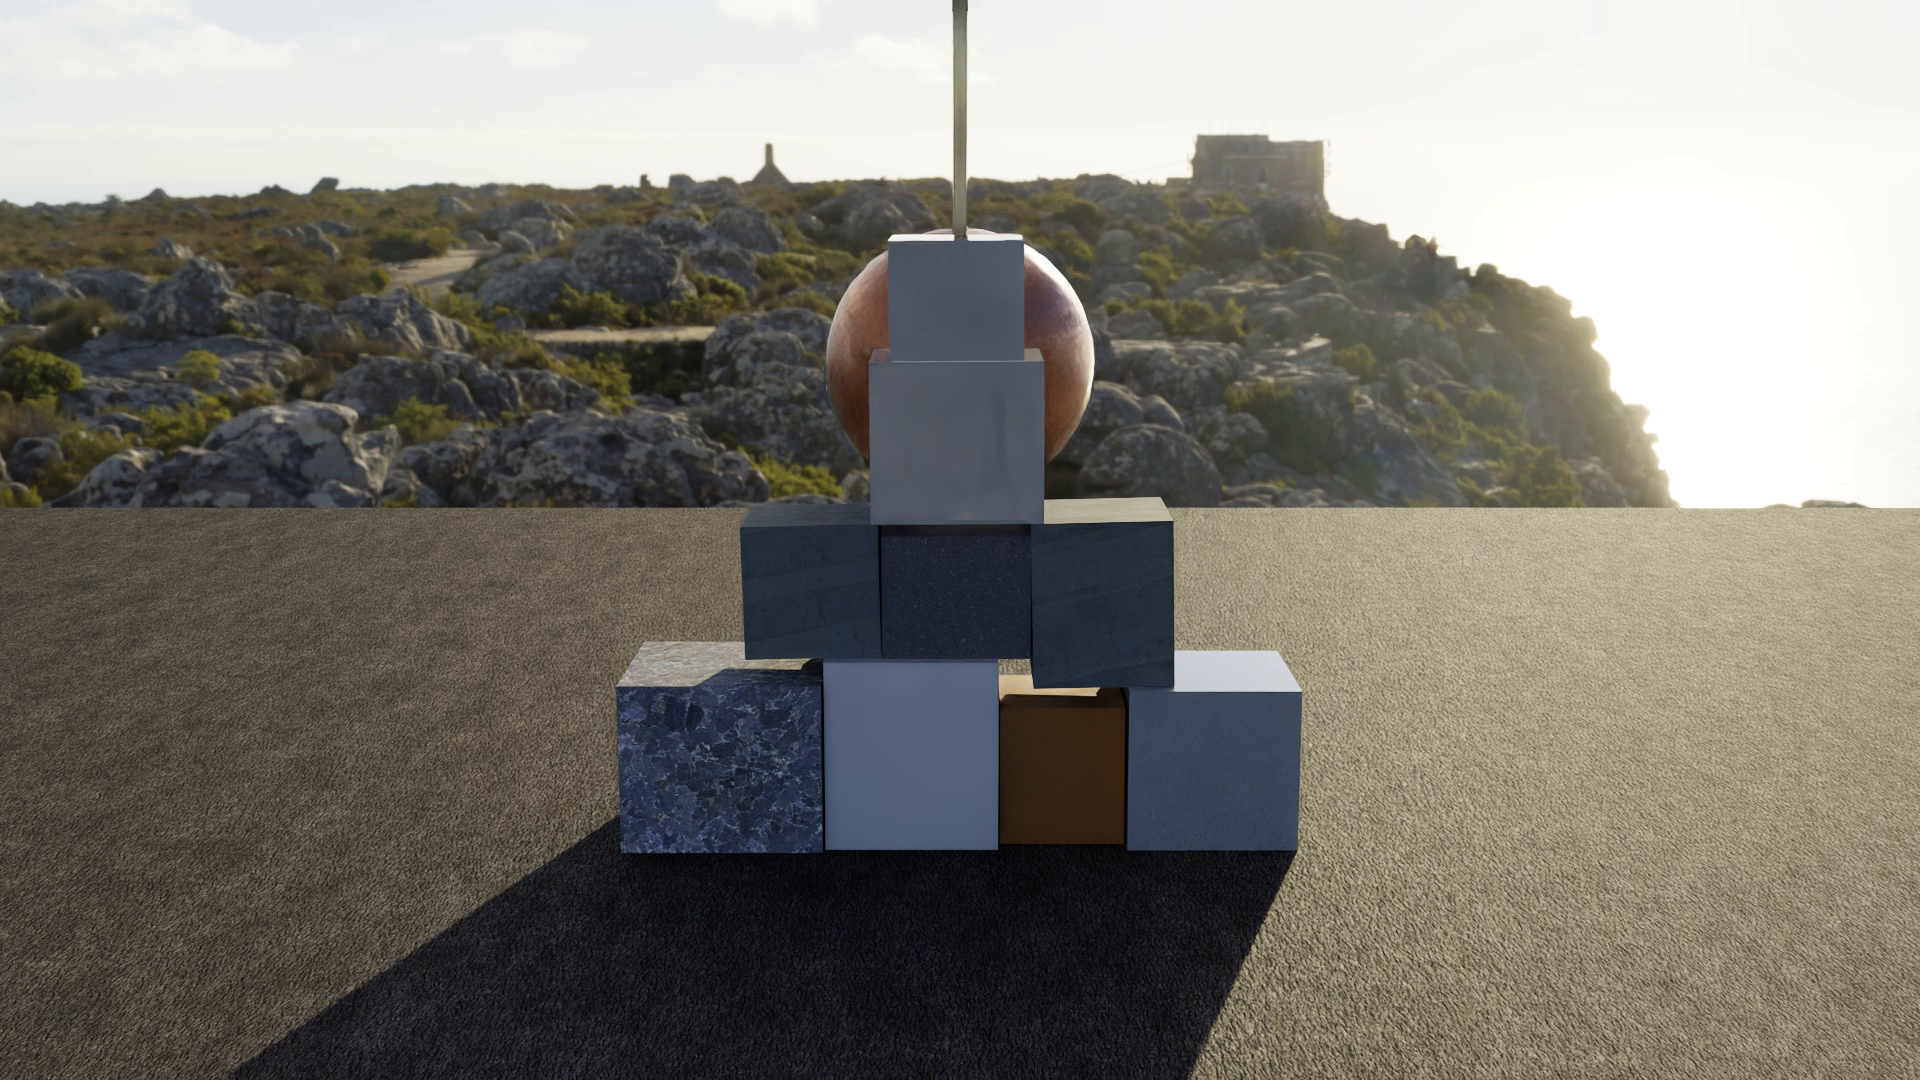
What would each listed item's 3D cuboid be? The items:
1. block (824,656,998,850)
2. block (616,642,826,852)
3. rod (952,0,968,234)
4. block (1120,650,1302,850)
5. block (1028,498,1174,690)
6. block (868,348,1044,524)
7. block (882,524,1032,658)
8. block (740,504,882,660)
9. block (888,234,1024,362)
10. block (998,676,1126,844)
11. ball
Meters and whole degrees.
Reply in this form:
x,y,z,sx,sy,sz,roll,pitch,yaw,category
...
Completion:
x,y,z,sx,sy,sz,roll,pitch,yaw,category
-0.242,1.004,11.355,0.866,0.962,0.850,0,10,0,block
-1.188,1.053,11.381,1.007,0.856,0.981,0,10,0,block
0.000,-3.982,11.370,0.080,5.200,0.080,0,31,0,rod
1.265,1.073,11.371,0.854,0.820,0.876,0,10,0,block
0.709,0.259,11.238,0.702,0.835,0.724,-1,10,0,block
-0.015,-0.534,11.086,0.852,0.799,0.714,0,10,0,block
-0.019,0.225,11.221,0.738,0.619,0.693,0,10,0,block
-0.738,0.203,11.204,0.679,0.672,0.636,-1,10,0,block
-0.017,-1.214,10.964,0.656,0.585,0.638,0,10,0,block
0.515,1.127,11.391,0.627,0.708,0.687,0,10,0,block
0.000,-1.053,13.097,1.600,1.600,1.600,0,10,0,ball
